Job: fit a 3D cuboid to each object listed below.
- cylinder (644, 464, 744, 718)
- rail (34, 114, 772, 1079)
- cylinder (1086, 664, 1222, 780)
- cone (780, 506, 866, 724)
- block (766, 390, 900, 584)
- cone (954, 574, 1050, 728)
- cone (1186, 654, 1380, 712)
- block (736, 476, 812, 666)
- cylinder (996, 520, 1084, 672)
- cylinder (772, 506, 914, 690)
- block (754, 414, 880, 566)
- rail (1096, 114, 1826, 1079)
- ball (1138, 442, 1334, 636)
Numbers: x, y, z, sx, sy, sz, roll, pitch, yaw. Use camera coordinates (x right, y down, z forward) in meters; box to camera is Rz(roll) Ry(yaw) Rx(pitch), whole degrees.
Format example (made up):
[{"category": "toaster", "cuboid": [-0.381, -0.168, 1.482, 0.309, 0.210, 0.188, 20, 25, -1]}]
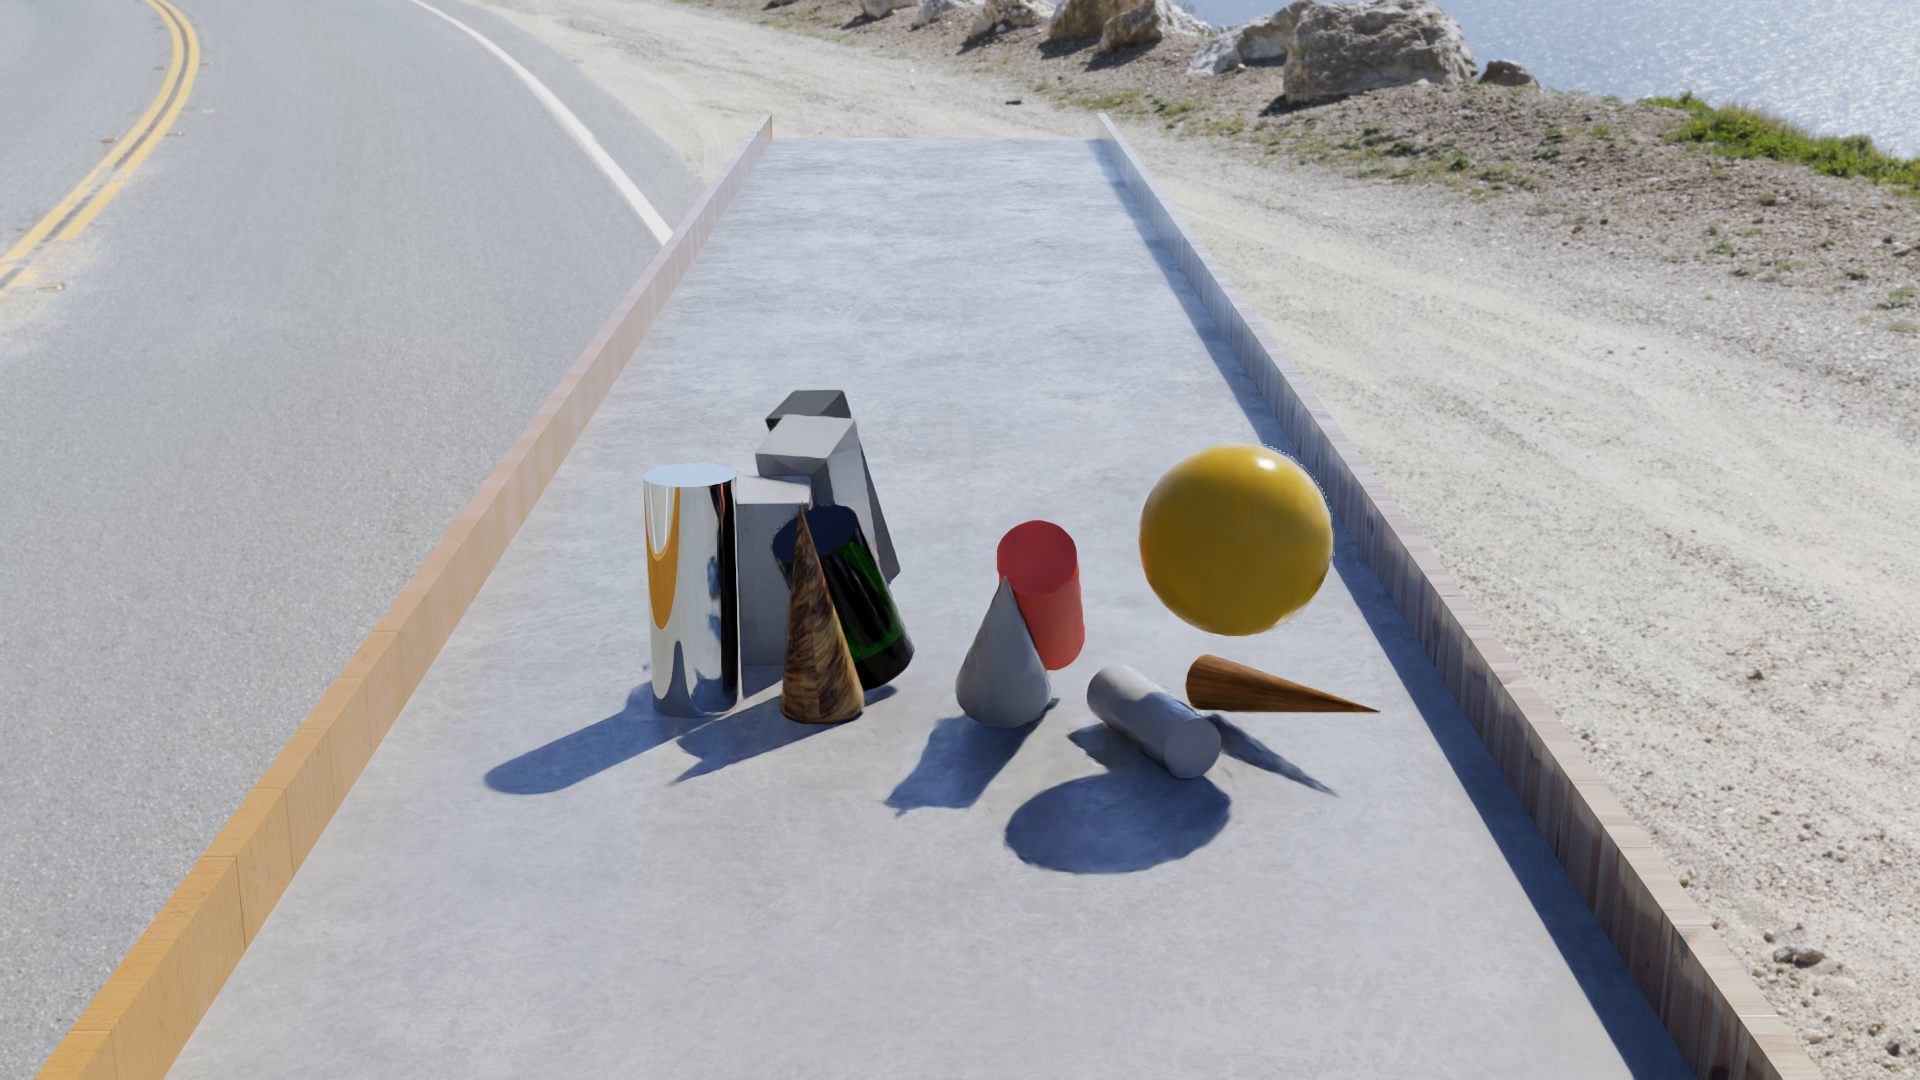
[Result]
[{"category": "cylinder", "cuboid": [-0.499, 0.094, 4.125, 0.172, 0.448, 0.172, 0, 17, 0]}, {"category": "rail", "cuboid": [-1.118, -0.838, 7.780, 0.050, 0.150, 12.000, 0, 17, -1]}, {"category": "cylinder", "cuboid": [0.345, 0.322, 3.947, 0.112, 0.112, 0.306, -7, 18, -22]}, {"category": "cone", "cuboid": [-0.274, 0.120, 4.062, 0.161, 0.414, 0.161, -4, 24, 2]}, {"category": "block", "cuboid": [-0.267, -0.092, 4.696, 0.123, 0.453, 0.123, 3, 34, 31]}, {"category": "cone", "cuboid": [0.079, 0.167, 3.966, 0.179, 0.364, 0.179, 0, 54, 0]}, {"category": "cone", "cuboid": [0.596, 0.282, 3.954, 0.106, 0.106, 0.427, -13, 12, -38]}, {"category": "block", "cuboid": [-0.370, 0.060, 4.388, 0.148, 0.348, 0.148, 0, 23, -1]}, {"category": "cylinder", "cuboid": [0.153, 0.109, 4.071, 0.144, 0.144, 0.406, 2, -22, 6]}, {"category": "cylinder", "cuboid": [-0.221, 0.112, 4.211, 0.173, 0.321, 0.173, -15, 34, 11]}, {"category": "block", "cuboid": [-0.287, -0.035, 4.553, 0.158, 0.419, 0.158, 5, 34, 20]}, {"category": "rail", "cuboid": [0.932, -0.844, 7.801, 0.050, 0.150, 12.000, 0, 17, -1]}, {"category": "ball", "cuboid": [0.482, -0.001, 3.855, 0.340, 0.340, 0.340, 0, 17, 0]}]
